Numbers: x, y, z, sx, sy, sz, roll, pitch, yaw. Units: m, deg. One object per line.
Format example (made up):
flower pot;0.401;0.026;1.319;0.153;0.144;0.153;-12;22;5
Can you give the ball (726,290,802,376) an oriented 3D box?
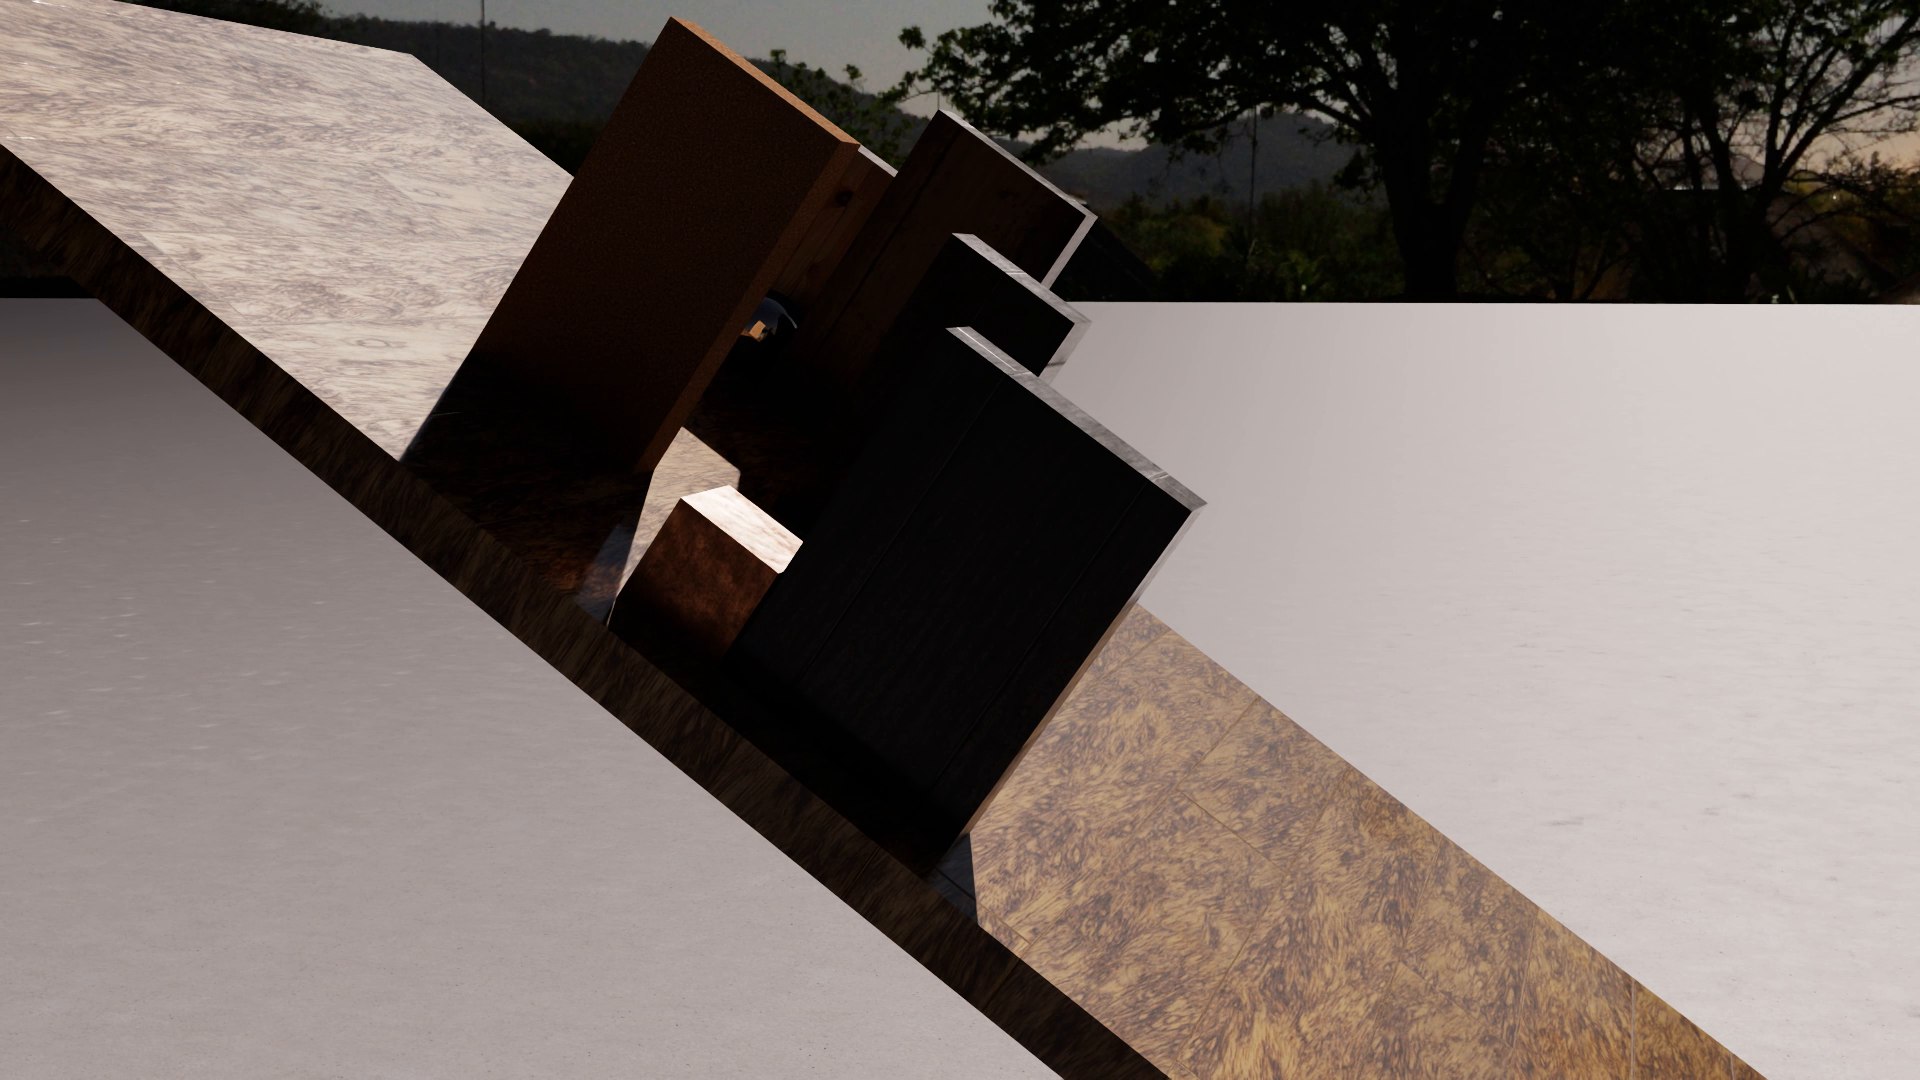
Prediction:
ball;-0.422;-0.442;4.681;0.186;0.186;0.186;0;7;0

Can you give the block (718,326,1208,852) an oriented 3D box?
block;-0.003;0.070;3.194;0.433;0.618;0.117;37;16;10

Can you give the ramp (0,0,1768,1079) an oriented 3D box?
ramp;-0.092;0.165;4.083;4.000;0.100;2.000;37;16;10

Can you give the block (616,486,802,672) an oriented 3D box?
block;-0.360;0.055;3.317;0.185;0.185;0.185;37;16;9

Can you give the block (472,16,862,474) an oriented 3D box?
block;-0.506;-0.494;3.738;0.365;0.675;0.097;37;16;10

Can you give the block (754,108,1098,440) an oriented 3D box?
block;-0.076;-0.476;4.511;0.374;0.708;0.097;37;16;10

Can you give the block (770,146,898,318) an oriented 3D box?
block;-0.331;-0.618;4.777;0.424;0.514;0.092;37;16;10

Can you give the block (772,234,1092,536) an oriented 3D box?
block;-0.054;-0.226;3.997;0.275;0.607;0.132;37;16;10
